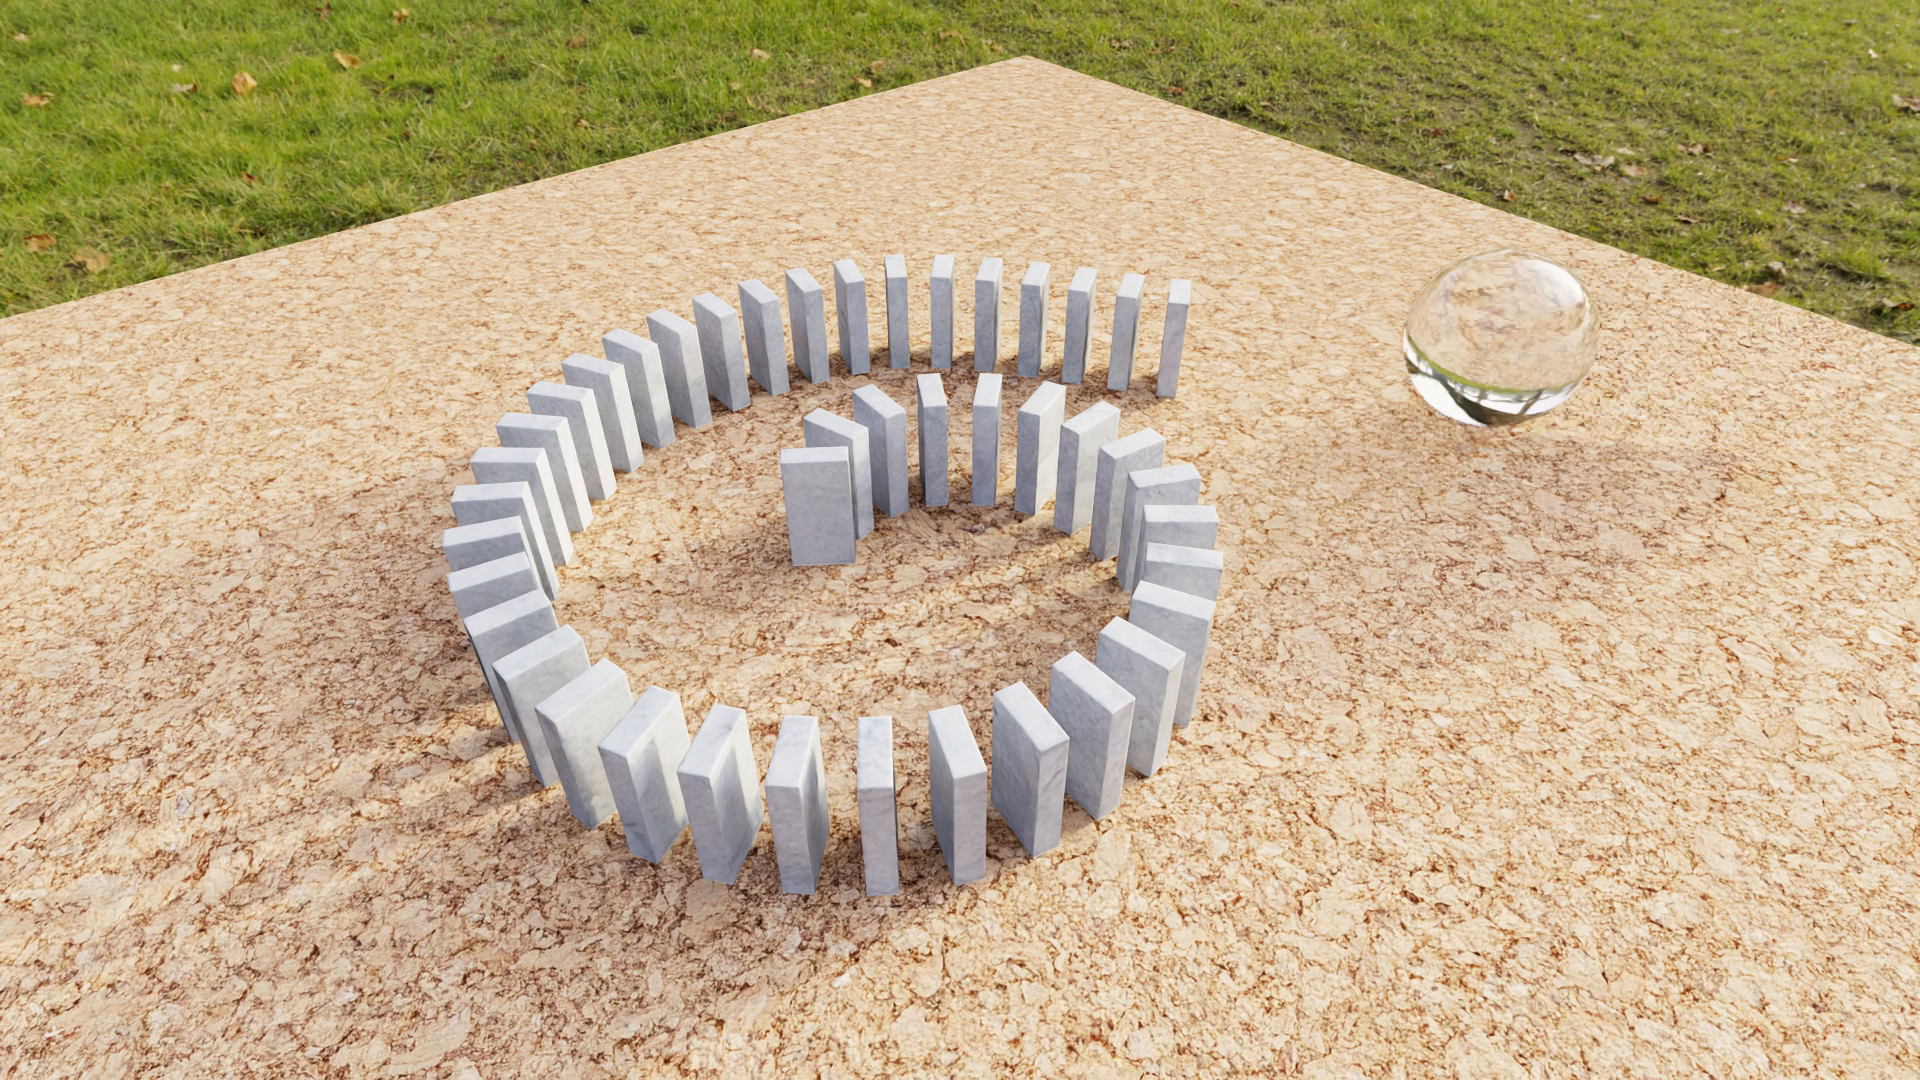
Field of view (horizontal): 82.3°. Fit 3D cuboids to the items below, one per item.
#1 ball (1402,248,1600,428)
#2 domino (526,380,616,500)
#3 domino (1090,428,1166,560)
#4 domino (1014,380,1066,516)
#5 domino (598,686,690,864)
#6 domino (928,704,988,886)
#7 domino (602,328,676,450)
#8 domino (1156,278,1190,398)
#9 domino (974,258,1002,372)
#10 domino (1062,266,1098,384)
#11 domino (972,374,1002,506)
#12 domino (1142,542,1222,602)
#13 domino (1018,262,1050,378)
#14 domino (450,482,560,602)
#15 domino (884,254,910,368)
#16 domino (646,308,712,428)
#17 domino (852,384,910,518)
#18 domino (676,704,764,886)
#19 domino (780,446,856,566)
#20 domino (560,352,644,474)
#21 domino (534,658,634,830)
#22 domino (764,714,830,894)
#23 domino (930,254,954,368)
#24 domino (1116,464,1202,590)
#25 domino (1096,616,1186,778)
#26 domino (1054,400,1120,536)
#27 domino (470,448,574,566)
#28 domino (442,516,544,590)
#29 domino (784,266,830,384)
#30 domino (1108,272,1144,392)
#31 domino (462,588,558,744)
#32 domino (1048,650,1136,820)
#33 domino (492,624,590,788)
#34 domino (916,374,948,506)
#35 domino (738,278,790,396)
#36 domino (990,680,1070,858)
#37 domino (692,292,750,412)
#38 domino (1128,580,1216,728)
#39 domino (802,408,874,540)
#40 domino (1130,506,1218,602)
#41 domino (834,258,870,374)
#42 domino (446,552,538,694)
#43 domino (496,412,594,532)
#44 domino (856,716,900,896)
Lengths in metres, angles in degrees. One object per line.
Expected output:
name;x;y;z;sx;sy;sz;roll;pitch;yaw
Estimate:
ball;0.244;-0.091;0.499;0.080;0.080;0.080;0;39;0
domino;-0.163;-0.041;0.462;0.025;0.050;0.010;10;40;12
domino;0.066;-0.018;0.433;0.025;0.050;0.009;-22;44;-24
domino;0.033;-0.038;0.458;0.009;0.050;0.025;19;43;21
domino;-0.091;0.070;0.326;0.010;0.050;0.025;16;42;18
domino;-0.001;0.075;0.320;0.010;0.050;0.025;-11;41;-13
domino;-0.144;-0.068;0.494;0.025;0.050;0.009;24;45;26
domino;0.103;-0.097;0.530;0.010;0.050;0.025;7;40;9
domino;0.014;-0.112;0.548;0.009;0.050;0.025;7;40;8
domino;0.059;-0.105;0.540;0.010;0.050;0.025;10;40;12
domino;0.011;-0.042;0.463;0.010;0.050;0.025;4;40;5
domino;0.075;0.025;0.381;0.025;0.050;0.009;7;40;9
domino;0.037;-0.109;0.544;0.010;0.050;0.025;9;40;11
domino;-0.168;0.002;0.409;0.025;0.050;0.010;-4;40;-5
domino;-0.031;-0.114;0.551;0.010;0.050;0.025;-4;40;-5
domino;-0.129;-0.079;0.508;0.025;0.050;0.010;31;48;32
domino;-0.033;-0.036;0.456;0.009;0.050;0.025;-25;45;-27
domino;-0.069;0.075;0.320;0.010;0.050;0.025;9;40;10
domino;-0.054;-0.012;0.427;0.025;0.050;0.010;-3;39;-3
domino;-0.155;-0.055;0.478;0.025;0.050;0.010;15;42;18
domino;-0.110;0.063;0.335;0.009;0.050;0.025;26;46;28
domino;-0.046;0.077;0.318;0.009;0.050;0.025;3;39;4
domino;-0.009;-0.114;0.551;0.009;0.050;0.025;3;39;4
domino;0.075;-0.004;0.417;0.025;0.050;0.010;-9;40;-10
domino;0.055;0.050;0.350;0.025;0.050;0.010;29;47;30
domino;0.051;-0.029;0.447;0.025;0.050;0.009;-32;49;-33
domino;-0.169;-0.012;0.427;0.025;0.050;0.009;1;39;1
domino;-0.163;0.016;0.392;0.025;0.050;0.009;-12;41;-14
domino;-0.075;-0.105;0.539;0.010;0.050;0.025;-18;43;-21
domino;0.081;-0.101;0.535;0.010;0.050;0.025;11;41;13
domino;-0.142;0.042;0.361;0.025;0.050;0.009;-25;45;-27
domino;0.039;0.061;0.337;0.009;0.050;0.025;-28;47;-29
domino;-0.127;0.053;0.347;0.025;0.050;0.009;-31;49;-32
domino;-0.012;-0.042;0.462;0.010;0.050;0.025;-5;40;-6
domino;-0.094;-0.097;0.530;0.009;0.050;0.025;-23;45;-26
domino;0.020;0.069;0.327;0.009;0.050;0.025;-20;43;-23
domino;-0.113;-0.089;0.520;0.009;0.050;0.025;-28;47;-30
domino;0.068;0.038;0.365;0.025;0.050;0.009;16;42;19
domino;-0.049;-0.026;0.443;0.025;0.050;0.010;24;45;26
domino;0.077;0.010;0.399;0.025;0.050;0.010;0;39;0
domino;-0.054;-0.111;0.547;0.009;0.050;0.025;-12;41;-15
domino;-0.154;0.029;0.375;0.025;0.050;0.009;-19;43;-22
domino;-0.167;-0.027;0.444;0.025;0.050;0.010;5;40;6
domino;-0.023;0.077;0.317;0.009;0.050;0.025;-2;39;-3
